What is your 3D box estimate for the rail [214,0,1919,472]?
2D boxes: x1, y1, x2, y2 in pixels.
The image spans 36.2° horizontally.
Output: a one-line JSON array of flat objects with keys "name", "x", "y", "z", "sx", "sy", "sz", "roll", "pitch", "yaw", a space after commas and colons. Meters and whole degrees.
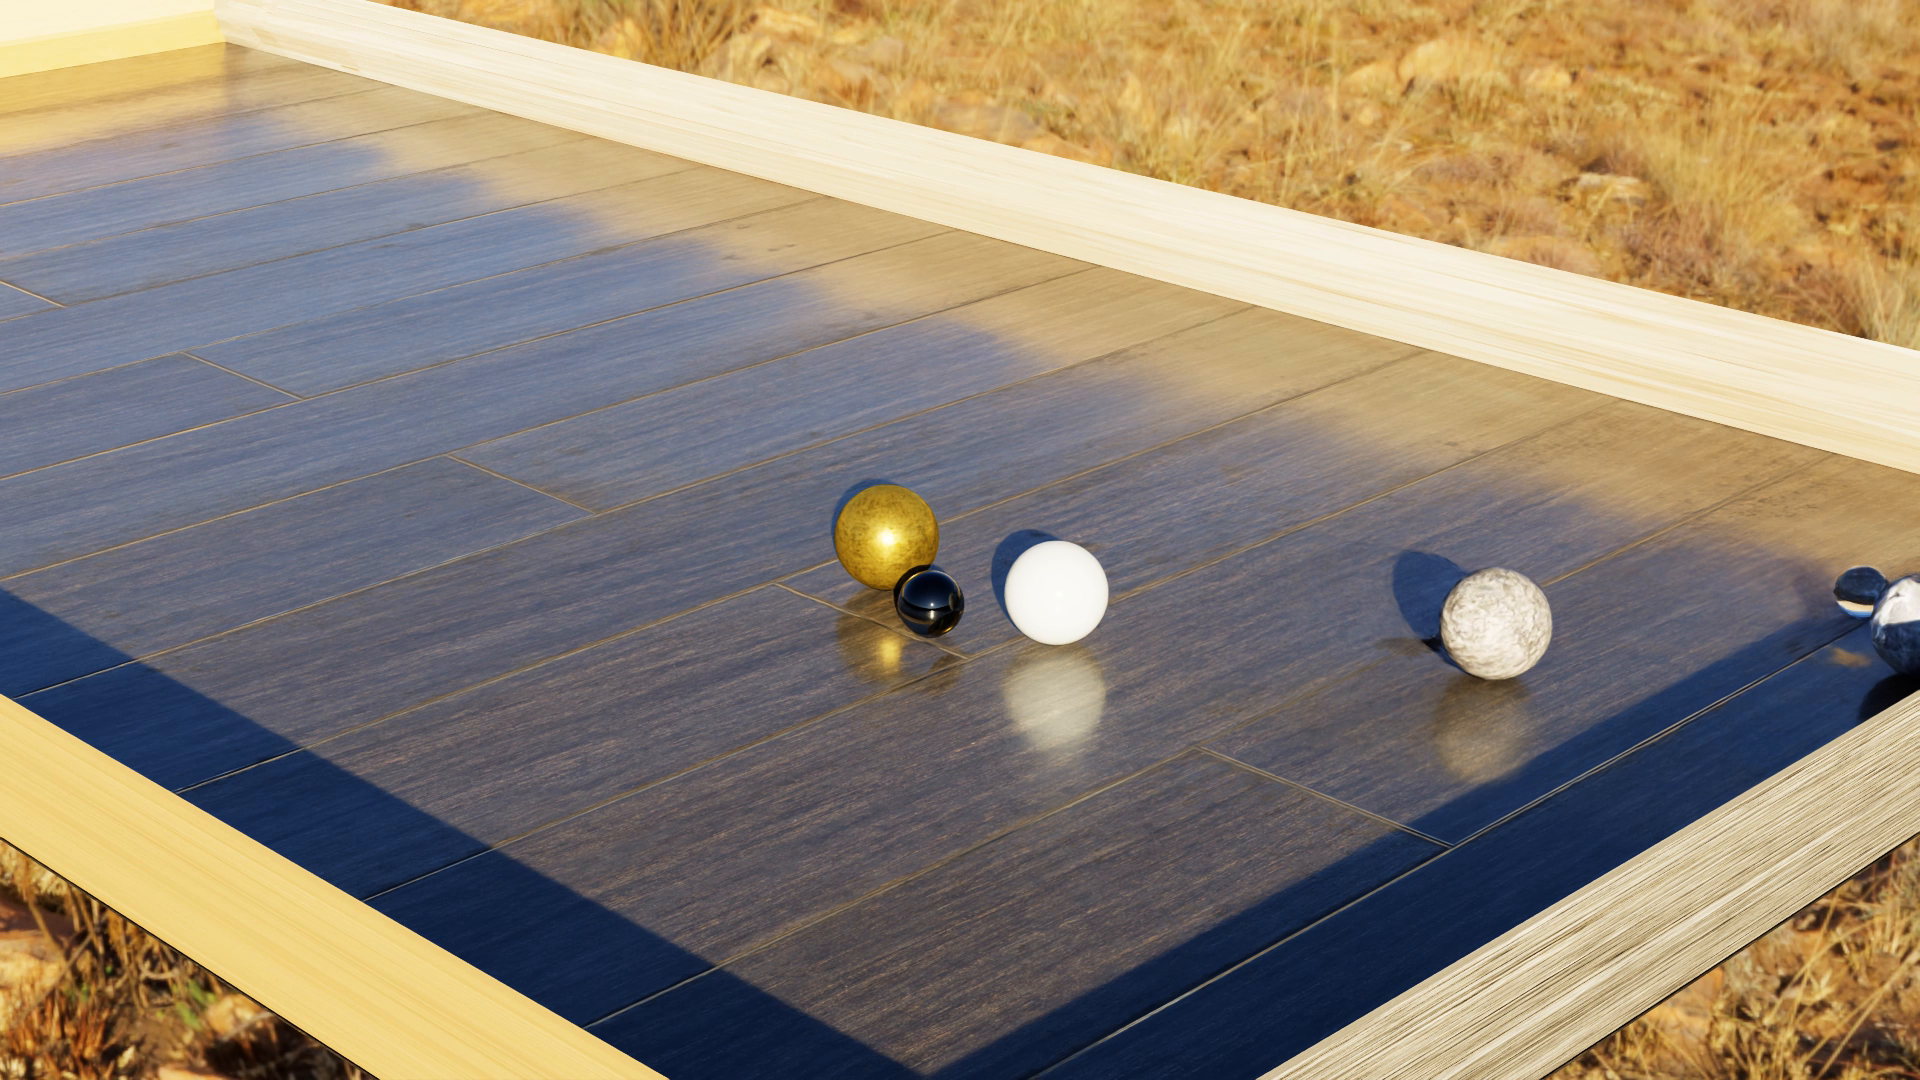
[{"name": "rail", "x": -0.019, "y": -0.457, "z": 3.782, "sx": 3.483, "sy": 0.123, "sz": 0.045, "roll": 19, "pitch": 28, "yaw": 41}]

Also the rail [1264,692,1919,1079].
[{"name": "rail", "x": 0.601, "y": 0.189, "z": 2.088, "sx": 0.045, "sy": 0.123, "sz": 1.747, "roll": 19, "pitch": 28, "yaw": 41}]

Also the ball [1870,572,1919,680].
[{"name": "ball", "x": 0.803, "y": 0.072, "z": 2.443, "sx": 0.090, "sy": 0.090, "sz": 0.090, "roll": 0, "pitch": 21, "yaw": 0}]

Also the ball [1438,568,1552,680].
[{"name": "ball", "x": 0.445, "y": 0.069, "z": 2.444, "sx": 0.094, "sy": 0.094, "sz": 0.094, "roll": 0, "pitch": 21, "yaw": 0}]

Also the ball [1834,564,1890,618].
[{"name": "ball", "x": 0.789, "y": 0.045, "z": 2.572, "sx": 0.047, "sy": 0.047, "sz": 0.047, "roll": 0, "pitch": 21, "yaw": 0}]

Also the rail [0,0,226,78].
[{"name": "rail", "x": -1.838, "y": -0.674, "z": 4.349, "sx": 0.045, "sy": 0.123, "sz": 1.747, "roll": 19, "pitch": 28, "yaw": 41}]

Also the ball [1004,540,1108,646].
[{"name": "ball", "x": 0.082, "y": 0.045, "z": 2.513, "sx": 0.090, "sy": 0.090, "sz": 0.090, "roll": 0, "pitch": 21, "yaw": 0}]

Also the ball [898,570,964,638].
[{"name": "ball", "x": -0.025, "y": 0.055, "z": 2.533, "sx": 0.058, "sy": 0.058, "sz": 0.058, "roll": 0, "pitch": 21, "yaw": 0}]

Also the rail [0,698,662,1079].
[{"name": "rail", "x": -1.217, "y": -0.027, "z": 2.655, "sx": 3.483, "sy": 0.123, "sz": 0.045, "roll": 19, "pitch": 28, "yaw": 41}]

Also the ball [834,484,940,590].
[{"name": "ball", "x": -0.065, "y": -0.003, "z": 2.632, "sx": 0.094, "sy": 0.094, "sz": 0.094, "roll": 0, "pitch": 21, "yaw": 0}]
